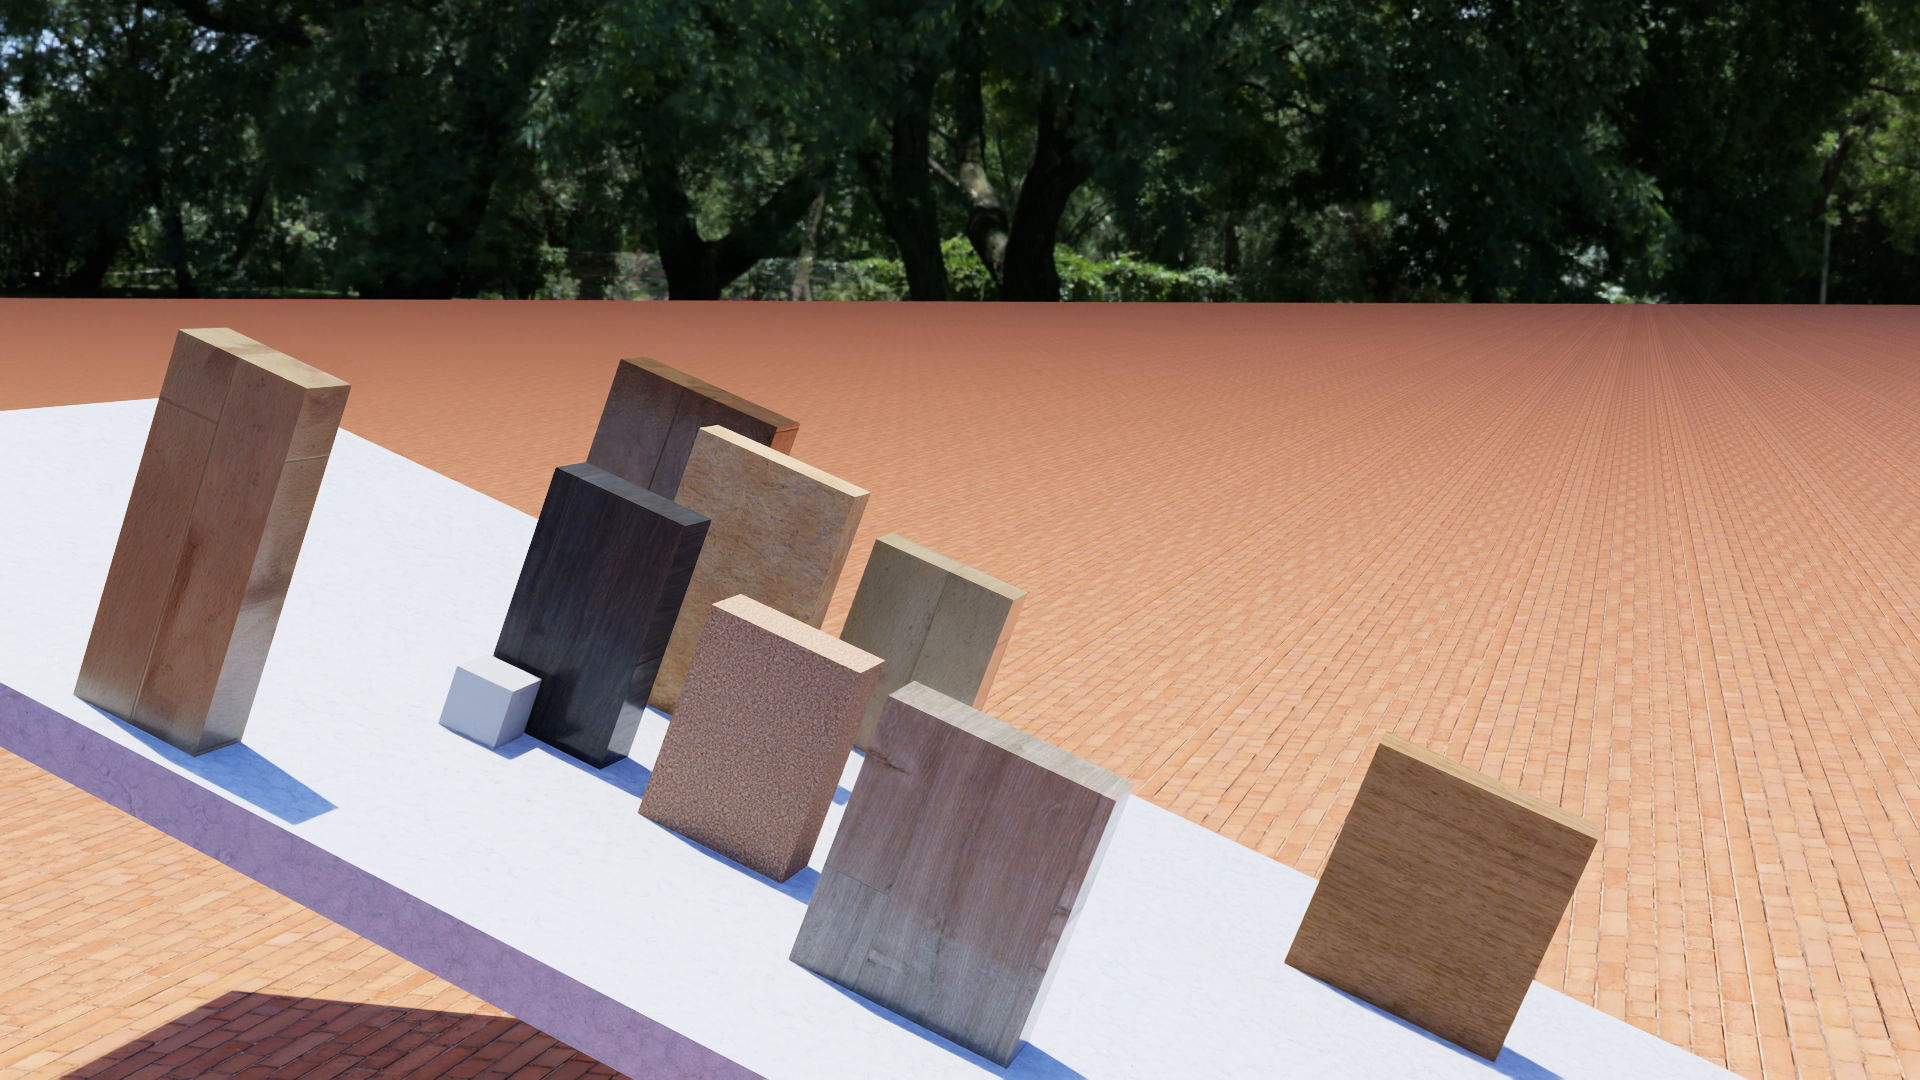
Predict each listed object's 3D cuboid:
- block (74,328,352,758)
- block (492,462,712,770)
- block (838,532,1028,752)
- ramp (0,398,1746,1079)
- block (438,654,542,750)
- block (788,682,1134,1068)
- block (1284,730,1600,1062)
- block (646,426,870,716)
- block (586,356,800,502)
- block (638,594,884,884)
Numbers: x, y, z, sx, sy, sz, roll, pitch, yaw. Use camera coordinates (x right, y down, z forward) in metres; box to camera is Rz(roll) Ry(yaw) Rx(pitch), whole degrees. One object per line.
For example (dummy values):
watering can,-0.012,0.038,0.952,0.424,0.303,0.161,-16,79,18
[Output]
block,-1.189,0.002,3.491,0.241,0.628,0.122,24,13,13
block,-0.678,0.138,4.061,0.272,0.489,0.118,24,13,13
block,-0.091,0.252,4.646,0.320,0.434,0.112,24,13,13
ramp,-0.316,0.566,4.200,4.000,0.100,2.000,24,13,13
block,-0.852,0.293,3.990,0.116,0.116,0.116,23,13,11
block,0.000,0.532,3.521,0.395,0.477,0.130,24,13,13
block,0.941,0.695,4.313,0.442,0.489,0.122,24,13,13
block,-0.444,0.101,4.408,0.349,0.568,0.093,24,13,13
block,-0.656,-0.106,5.066,0.408,0.512,0.142,24,13,13
block,-0.352,0.348,3.884,0.293,0.409,0.129,24,13,13
